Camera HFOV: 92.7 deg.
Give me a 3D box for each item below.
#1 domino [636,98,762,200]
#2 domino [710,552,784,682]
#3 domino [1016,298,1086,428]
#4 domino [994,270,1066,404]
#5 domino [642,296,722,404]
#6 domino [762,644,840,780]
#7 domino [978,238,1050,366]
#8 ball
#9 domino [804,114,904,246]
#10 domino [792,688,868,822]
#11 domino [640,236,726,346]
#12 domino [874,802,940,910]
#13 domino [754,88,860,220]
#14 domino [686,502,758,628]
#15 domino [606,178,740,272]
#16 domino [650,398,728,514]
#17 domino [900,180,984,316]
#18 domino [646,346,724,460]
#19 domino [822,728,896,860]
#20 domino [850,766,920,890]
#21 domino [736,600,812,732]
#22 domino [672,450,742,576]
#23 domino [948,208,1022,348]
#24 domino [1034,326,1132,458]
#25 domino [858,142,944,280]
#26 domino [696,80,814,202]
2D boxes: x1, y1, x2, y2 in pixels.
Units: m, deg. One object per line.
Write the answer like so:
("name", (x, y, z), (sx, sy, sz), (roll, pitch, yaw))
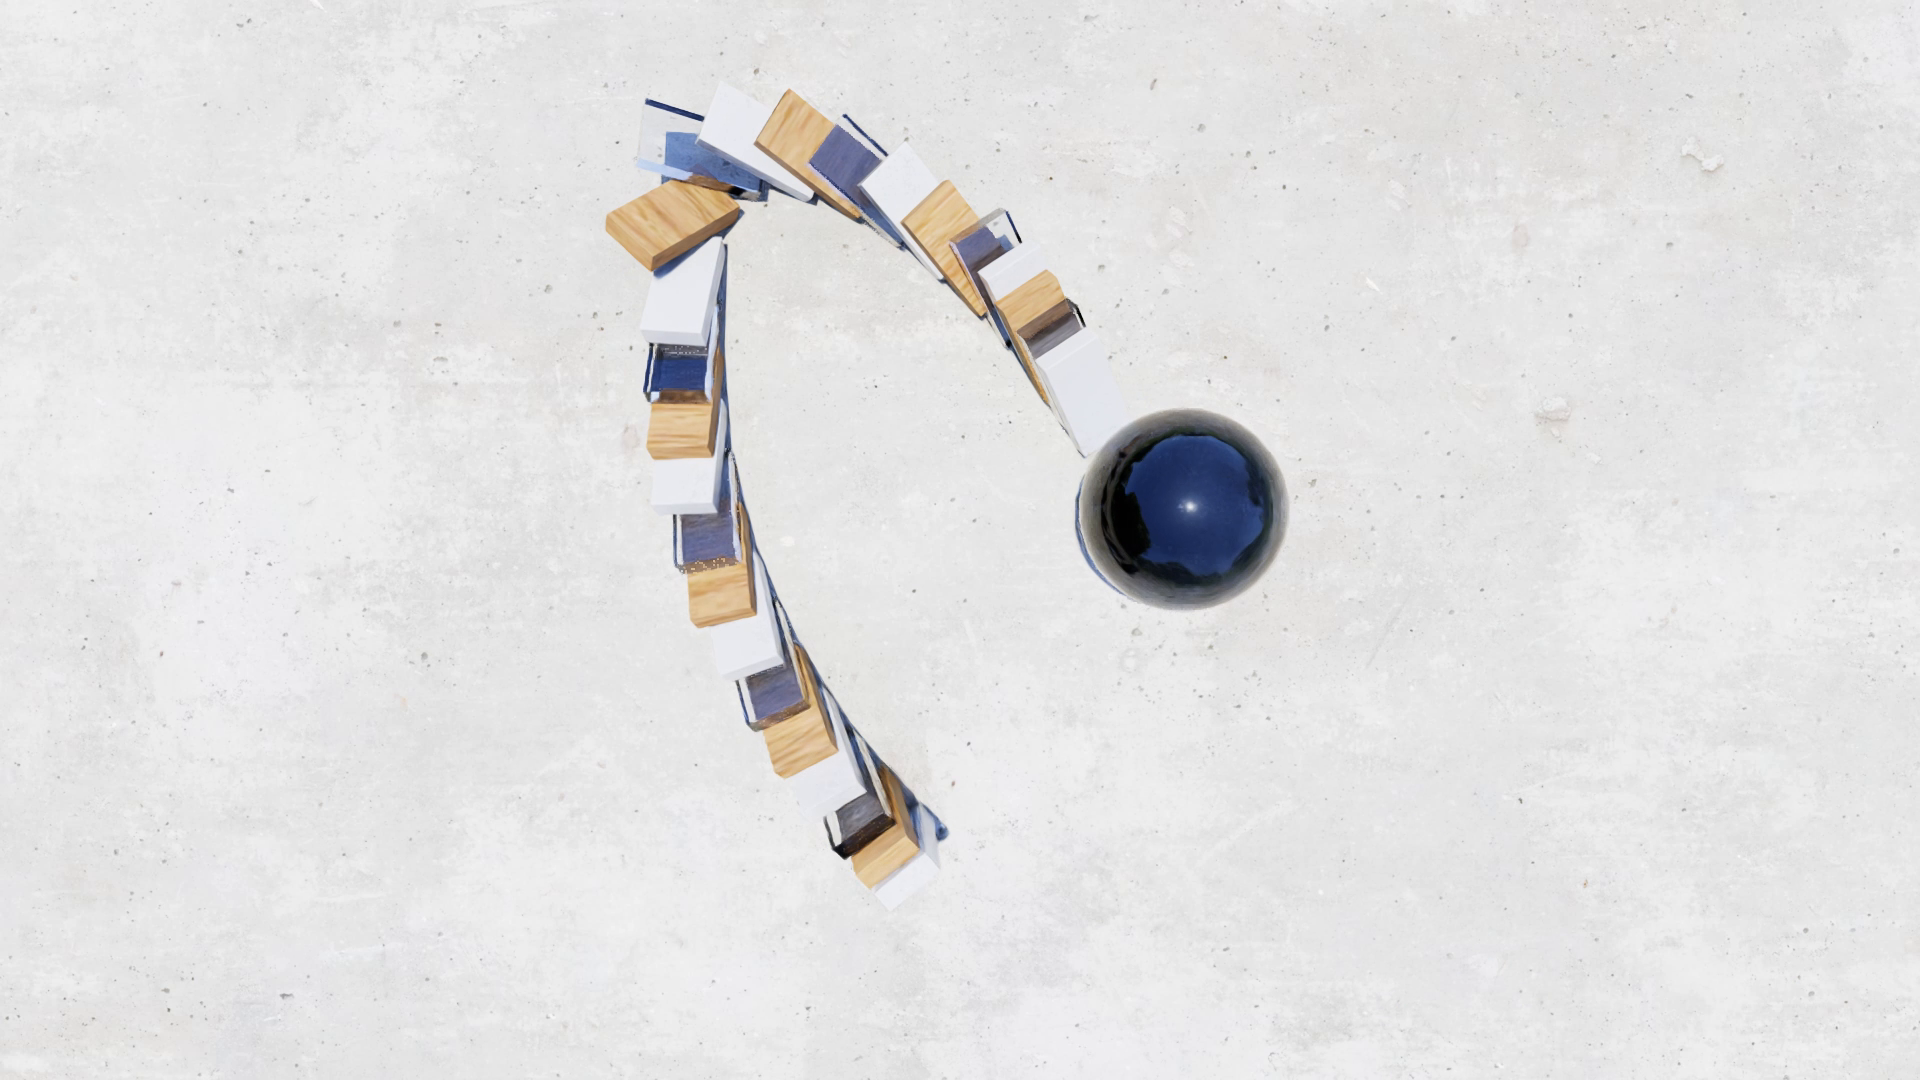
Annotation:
("domino", (-0.108, -0.163, 0.383), (0.050, 0.009, 0.025), (6, 86, -28))
("domino", (-0.091, 0.032, 0.384), (0.025, 0.010, 0.050), (-19, 61, 0))
("domino", (0.044, -0.072, 0.380), (0.025, 0.010, 0.050), (-33, 132, 0))
("domino", (0.036, -0.083, 0.380), (0.025, 0.010, 0.050), (-33, 132, 0))
("domino", (-0.116, -0.081, 0.385), (0.025, 0.009, 0.050), (-1, 65, 0))
("domino", (-0.070, 0.071, 0.381), (0.025, 0.010, 0.050), (-27, 53, 0))
("domino", (0.029, -0.096, 0.380), (0.025, 0.010, 0.050), (-33, 132, 0))
("ball", (0.087, -0.012, 0.360), (0.080, 0.080, 0.080), (0, 90, 0))
("domino", (-0.037, -0.150, 0.385), (0.050, 0.010, 0.025), (36, 90, -26))
("domino", (-0.058, 0.088, 0.379), (0.025, 0.009, 0.050), (-30, 46, 0))
("domino", (-0.116, -0.106, 0.385), (0.025, 0.010, 0.050), (4, 66, 0))
("domino", (-0.022, 0.128, 0.375), (0.025, 0.050, 0.010), (-39, 98, 0))
("domino", (-0.058, -0.161, 0.385), (0.050, 0.010, 0.025), (32, 89, -26))
("domino", (-0.101, 0.010, 0.384), (0.025, 0.009, 0.050), (-12, 63, 0))
("domino", (-0.119, -0.134, 0.382), (0.025, 0.010, 0.050), (43, 56, 0))
("domino", (-0.113, -0.035, 0.385), (0.025, 0.010, 0.050), (-2, 64, 0))
("domino", (0.001, -0.122, 0.385), (0.025, 0.010, 0.050), (-44, 115, 0))
("domino", (-0.115, -0.058, 0.385), (0.025, 0.009, 0.050), (-1, 65, 0))
("domino", (-0.046, 0.103, 0.377), (0.025, 0.050, 0.009), (-36, 126, 0))
("domino", (-0.034, 0.116, 0.375), (0.025, 0.050, 0.010), (-38, 113, 0))
("domino", (-0.081, 0.052, 0.383), (0.025, 0.009, 0.050), (-24, 58, 0))
("domino", (-0.107, -0.012, 0.385), (0.025, 0.009, 0.050), (-11, 64, 0))
("domino", (0.018, -0.109, 0.382), (0.025, 0.009, 0.050), (-33, 124, -1))
("domino", (0.052, -0.060, 0.380), (0.025, 0.010, 0.050), (-33, 132, 0))
("domino", (-0.016, -0.138, 0.385), (0.025, 0.010, 0.050), (-44, 116, 0))
("domino", (-0.082, -0.166, 0.384), (0.050, 0.009, 0.025), (21, 88, -27))
